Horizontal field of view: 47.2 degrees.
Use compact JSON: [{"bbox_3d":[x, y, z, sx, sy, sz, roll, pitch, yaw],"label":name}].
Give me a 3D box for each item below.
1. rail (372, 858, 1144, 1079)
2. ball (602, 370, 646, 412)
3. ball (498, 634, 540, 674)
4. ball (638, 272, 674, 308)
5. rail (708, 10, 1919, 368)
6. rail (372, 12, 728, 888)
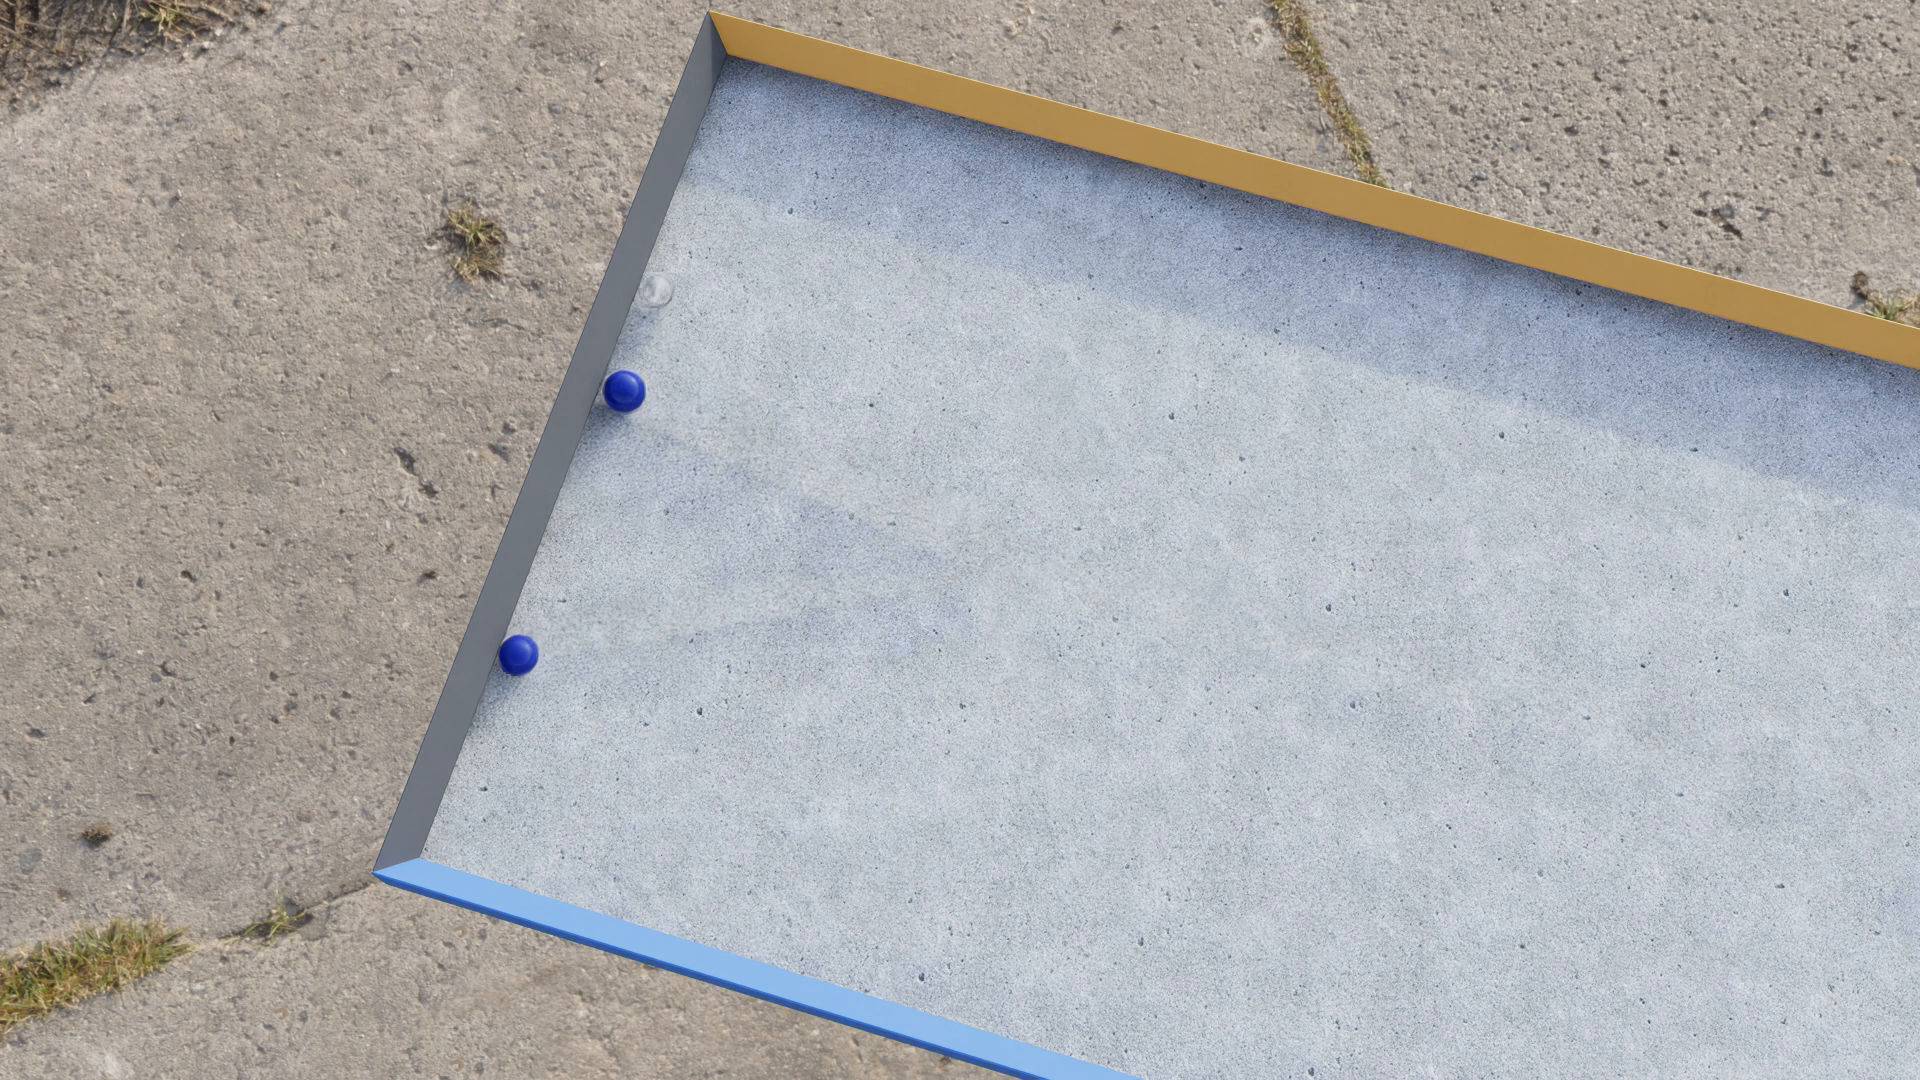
[{"bbox_3d":[0.428,0.840,3.121,2.669,0.088,0.045,16,72,5],"label":"rail"},{"bbox_3d":[-0.535,-0.236,3.504,0.068,0.068,0.068,0,71,0],"label":"ball"},{"bbox_3d":[-0.675,0.175,3.366,0.061,0.061,0.061,0,71,0],"label":"ball"},{"bbox_3d":[-0.494,-0.405,3.568,0.057,0.057,0.057,0,71,0],"label":"ball"},{"bbox_3d":[0.850,-0.487,3.579,2.669,0.088,0.045,16,72,5],"label":"rail"},{"bbox_3d":[-0.616,-0.180,3.473,0.045,0.088,1.514,16,72,5],"label":"rail"}]
